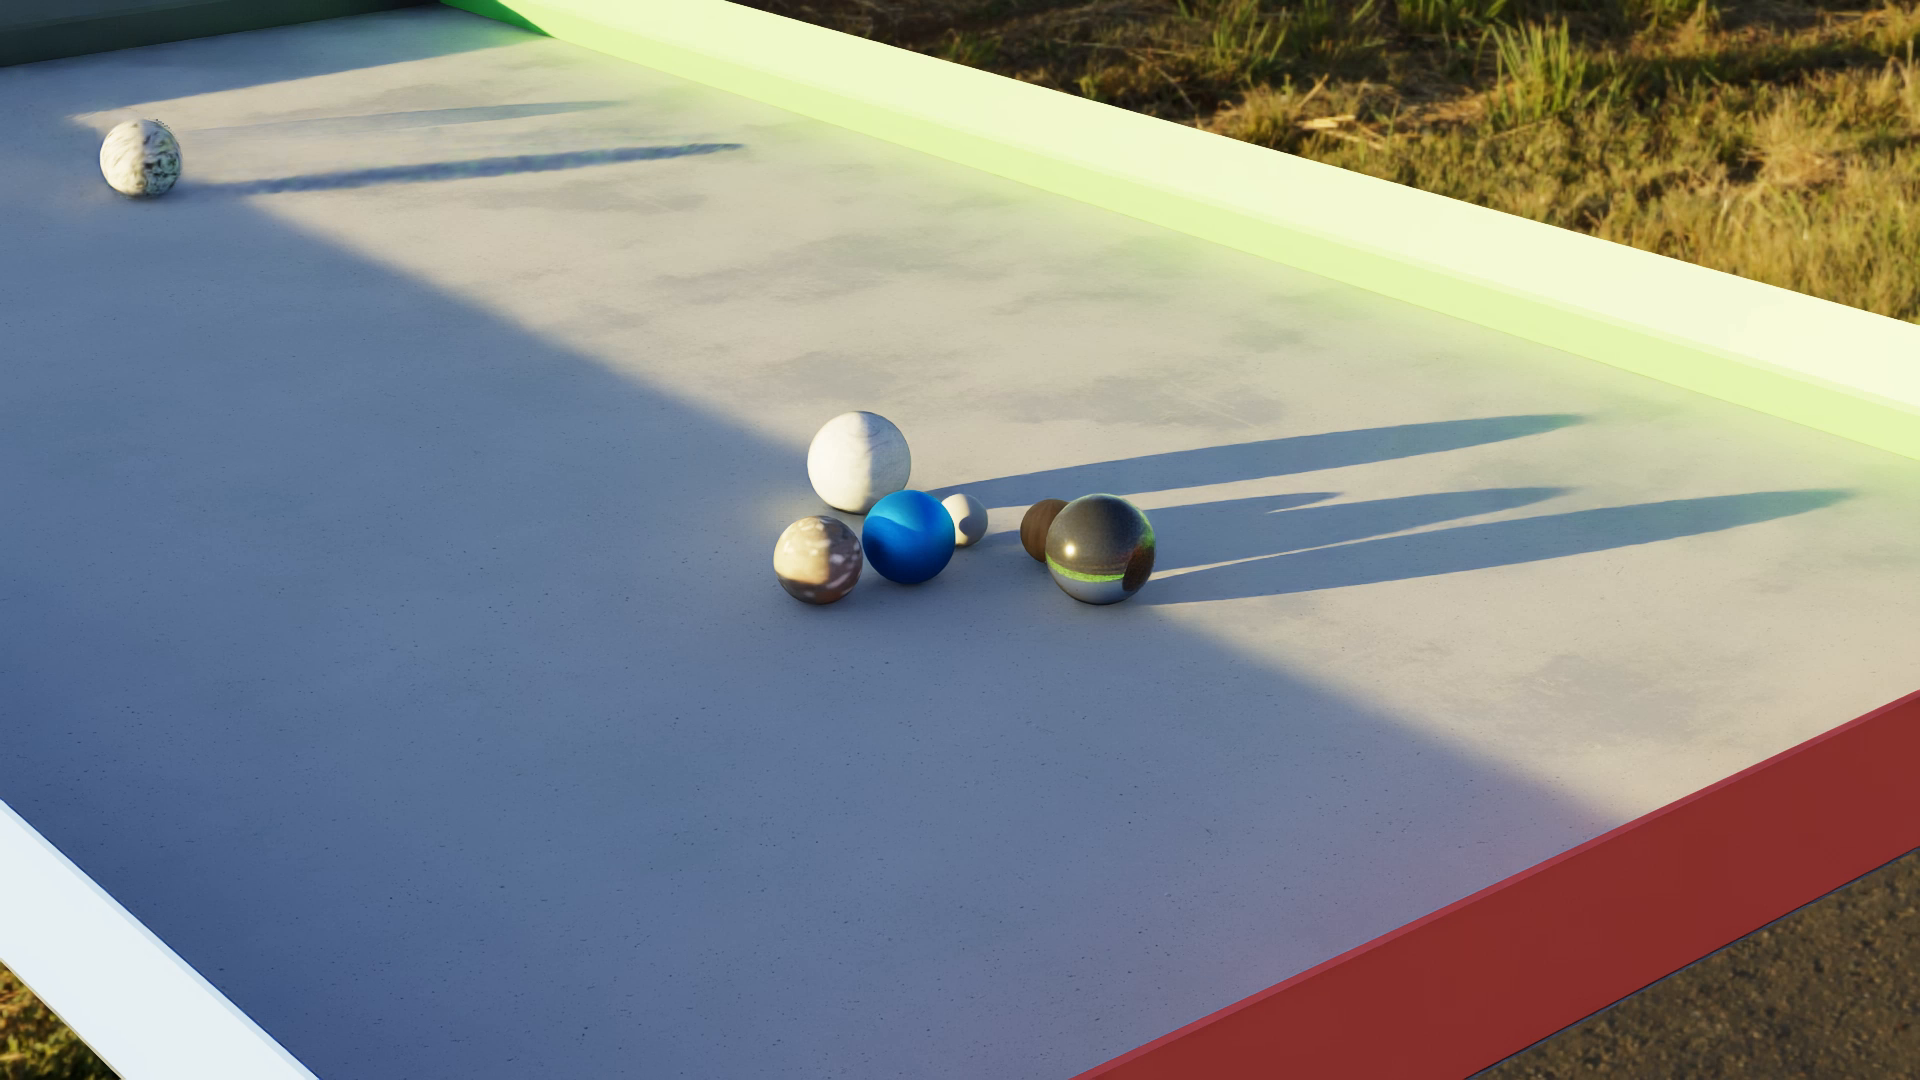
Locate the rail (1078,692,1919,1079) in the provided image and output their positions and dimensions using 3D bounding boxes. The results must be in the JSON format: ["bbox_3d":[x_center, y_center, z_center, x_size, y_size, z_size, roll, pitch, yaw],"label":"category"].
[{"bbox_3d":[0.492,0.198,1.917,1.770,0.127,0.045,-17,27,-36],"label":"rail"}]

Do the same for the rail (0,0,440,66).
[{"bbox_3d":[-1.505,-0.710,4.174,1.770,0.127,0.045,-17,27,-36],"label":"rail"}]

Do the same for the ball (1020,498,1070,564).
[{"bbox_3d":[0.080,-0.007,2.524,0.057,0.057,0.057,0,22,0],"label":"ball"}]

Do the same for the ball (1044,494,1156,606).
[{"bbox_3d":[0.117,0.008,2.438,0.093,0.093,0.093,0,22,0],"label":"ball"}]

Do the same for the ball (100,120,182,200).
[{"bbox_3d":[-1.006,-0.468,3.615,0.097,0.097,0.097,0,22,0],"label":"ball"}]

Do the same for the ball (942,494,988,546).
[{"bbox_3d":[0.002,-0.017,2.562,0.046,0.046,0.046,0,22,0],"label":"ball"}]

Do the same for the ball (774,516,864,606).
[{"bbox_3d":[-0.118,0.017,2.440,0.074,0.074,0.074,0,22,0],"label":"ball"}]

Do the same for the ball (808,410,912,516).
[{"bbox_3d":[-0.090,-0.069,2.628,0.093,0.093,0.093,0,22,0],"label":"ball"}]

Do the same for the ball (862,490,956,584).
[{"bbox_3d":[-0.043,-0.002,2.481,0.080,0.080,0.080,0,22,0],"label":"ball"}]

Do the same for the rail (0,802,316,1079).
[{"bbox_3d":[-1.173,-0.052,2.538,0.045,0.127,3.195,-17,27,-36],"label":"rail"}]

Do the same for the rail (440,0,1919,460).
[{"bbox_3d":[0.159,-0.460,3.552,0.045,0.127,3.195,-17,27,-36],"label":"rail"}]
